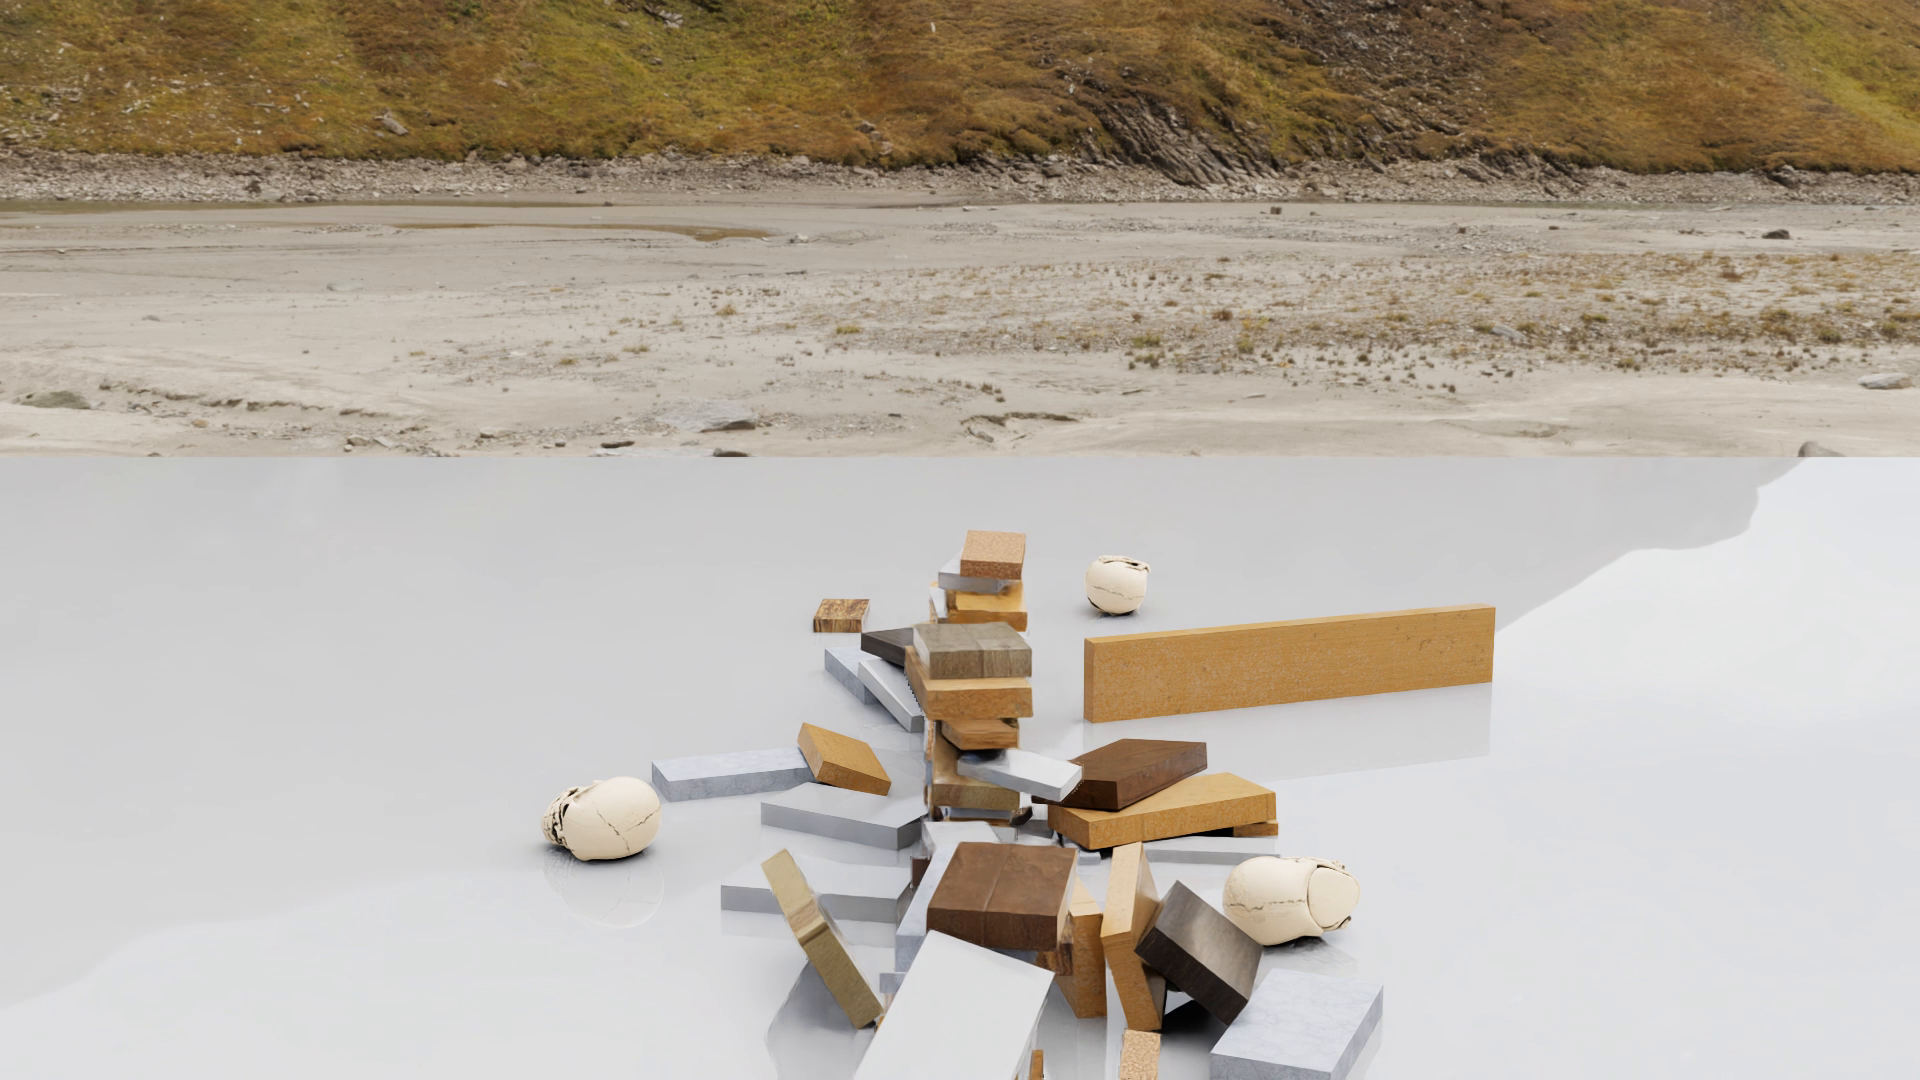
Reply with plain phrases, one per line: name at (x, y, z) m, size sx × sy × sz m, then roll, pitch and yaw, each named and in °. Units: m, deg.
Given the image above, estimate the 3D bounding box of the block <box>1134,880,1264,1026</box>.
block at (0.349, 0.592, 3.180) m, size 0.163 × 0.046 × 0.327 m, roll 38°, pitch 9°, yaw 7°

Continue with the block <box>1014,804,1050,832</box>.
block at (0.089, 0.509, 4.041) m, size 0.162 × 0.023 × 0.081 m, roll 2°, pitch 11°, yaw 9°

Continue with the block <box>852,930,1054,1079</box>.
block at (-0.010, 0.563, 2.449) m, size 0.155 × 0.044 × 0.310 m, roll 18°, pitch 28°, yaw 9°

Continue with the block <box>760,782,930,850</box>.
block at (-0.200, 0.503, 4.020) m, size 0.297 × 0.042 × 0.148 m, roll 6°, pitch 12°, yaw 30°

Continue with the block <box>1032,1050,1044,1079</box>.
block at (-0.007, 0.765, 2.366) m, size 0.162 × 0.046 × 0.958 m, roll 1°, pitch 11°, yaw 4°

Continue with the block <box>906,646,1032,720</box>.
block at (0.009, 0.234, 3.683) m, size 0.166 × 0.047 × 0.491 m, roll -1°, pitch 5°, yaw -5°

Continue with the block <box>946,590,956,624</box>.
block at (0.042, 0.120, 4.644) m, size 0.140 × 0.040 × 0.279 m, roll 2°, pitch 15°, yaw -2°

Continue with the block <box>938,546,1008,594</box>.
block at (0.044, 0.059, 4.574) m, size 0.123 × 0.035 × 0.247 m, roll 6°, pitch 15°, yaw 13°

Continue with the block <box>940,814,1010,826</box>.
block at (0.020, 0.454, 3.466) m, size 0.092 × 0.026 × 0.185 m, roll 2°, pitch -12°, yaw -6°

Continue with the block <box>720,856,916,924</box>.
block at (-0.229, 0.576, 3.628) m, size 0.297 × 0.042 × 0.148 m, roll 2°, pitch 11°, yaw 13°

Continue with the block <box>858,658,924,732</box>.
block at (-0.102, 0.332, 4.788) m, size 0.141 × 0.040 × 0.282 m, roll -5°, pitch 24°, yaw -26°

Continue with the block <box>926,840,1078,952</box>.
block at (0.056, 0.440, 2.737) m, size 0.155 × 0.044 × 0.310 m, roll 2°, pitch 7°, yaw 7°

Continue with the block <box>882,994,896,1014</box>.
block at (-0.029, 0.560, 2.637) m, size 0.089 × 0.025 × 0.178 m, roll 6°, pitch -12°, yaw -14°

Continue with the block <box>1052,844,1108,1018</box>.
block at (0.159, 0.581, 3.290) m, size 0.044 × 0.155 × 0.310 m, roll -5°, pitch 11°, yaw -9°

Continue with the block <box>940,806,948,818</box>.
block at (0.015, 0.428, 3.597) m, size 0.092 × 0.026 × 0.184 m, roll 2°, pitch 4°, yaw -5°

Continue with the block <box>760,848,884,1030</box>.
block at (-0.207, 0.583, 3.249) m, size 0.047 × 0.166 × 0.331 m, roll -33°, pitch 16°, yaw -6°

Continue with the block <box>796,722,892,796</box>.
block at (-0.229, 0.430, 4.288) m, size 0.140 × 0.040 × 0.279 m, roll 20°, pitch 6°, yaw -15°

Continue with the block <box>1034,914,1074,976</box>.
block at (0.065, 0.505, 2.953) m, size 0.155 × 0.044 × 0.368 m, roll 1°, pitch 7°, yaw 0°

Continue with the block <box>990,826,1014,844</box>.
block at (0.024, 0.476, 3.446) m, size 0.094 × 0.027 × 0.331 m, roll 2°, pitch -12°, yaw -4°

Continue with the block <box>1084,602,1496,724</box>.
block at (0.749, 0.270, 4.909) m, size 1.011 × 0.177 × 0.050 m, roll -4°, pitch 11°, yaw -21°

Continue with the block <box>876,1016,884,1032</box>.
block at (-0.031, 0.644, 2.434) m, size 0.162 × 0.046 × 0.323 m, roll 2°, pitch 23°, yaw 6°

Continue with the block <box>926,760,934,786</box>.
block at (0.013, 0.384, 3.623) m, size 0.132 × 0.037 × 0.264 m, roll 1°, pitch -5°, yaw 1°

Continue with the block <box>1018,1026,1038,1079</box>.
block at (0.011, 0.670, 2.640) m, size 0.140 × 0.040 × 0.595 m, roll 1°, pitch 11°, yaw 5°

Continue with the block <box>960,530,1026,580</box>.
block at (0.070, 0.030, 4.552) m, size 0.123 × 0.035 × 0.247 m, roll 3°, pitch 15°, yaw 3°

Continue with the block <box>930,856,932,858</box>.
block at (0.002, 0.484, 3.359) m, size 0.094 × 0.027 × 0.187 m, roll 1°, pitch -12°, yaw 0°

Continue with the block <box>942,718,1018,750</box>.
block at (0.028, 0.296, 3.380) m, size 0.085 × 0.024 × 0.169 m, roll -2°, pitch 4°, yaw -11°

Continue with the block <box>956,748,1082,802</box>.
block at (0.090, 0.348, 3.327) m, size 0.169 × 0.024 × 0.085 m, roll 13°, pitch 22°, yaw 21°

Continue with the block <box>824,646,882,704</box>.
block at (-0.182, 0.306, 5.063) m, size 0.177 × 0.050 × 0.354 m, roll -3°, pitch 11°, yaw -17°

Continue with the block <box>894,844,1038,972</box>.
block at (0.028, 0.472, 2.837) m, size 0.163 × 0.046 × 0.429 m, roll 2°, pitch 7°, yaw 6°

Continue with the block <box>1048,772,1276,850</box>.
block at (0.363, 0.486, 3.964) m, size 0.370 × 0.050 × 0.177 m, roll -6°, pitch 8°, yaw -21°

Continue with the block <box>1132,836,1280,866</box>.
block at (0.427, 0.544, 3.856) m, size 0.265 × 0.023 × 0.081 m, roll 1°, pitch 11°, yaw 7°

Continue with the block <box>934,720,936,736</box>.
block at (0.022, 0.333, 3.699) m, size 0.132 × 0.037 × 0.314 m, roll 0°, pitch 2°, yaw -1°
